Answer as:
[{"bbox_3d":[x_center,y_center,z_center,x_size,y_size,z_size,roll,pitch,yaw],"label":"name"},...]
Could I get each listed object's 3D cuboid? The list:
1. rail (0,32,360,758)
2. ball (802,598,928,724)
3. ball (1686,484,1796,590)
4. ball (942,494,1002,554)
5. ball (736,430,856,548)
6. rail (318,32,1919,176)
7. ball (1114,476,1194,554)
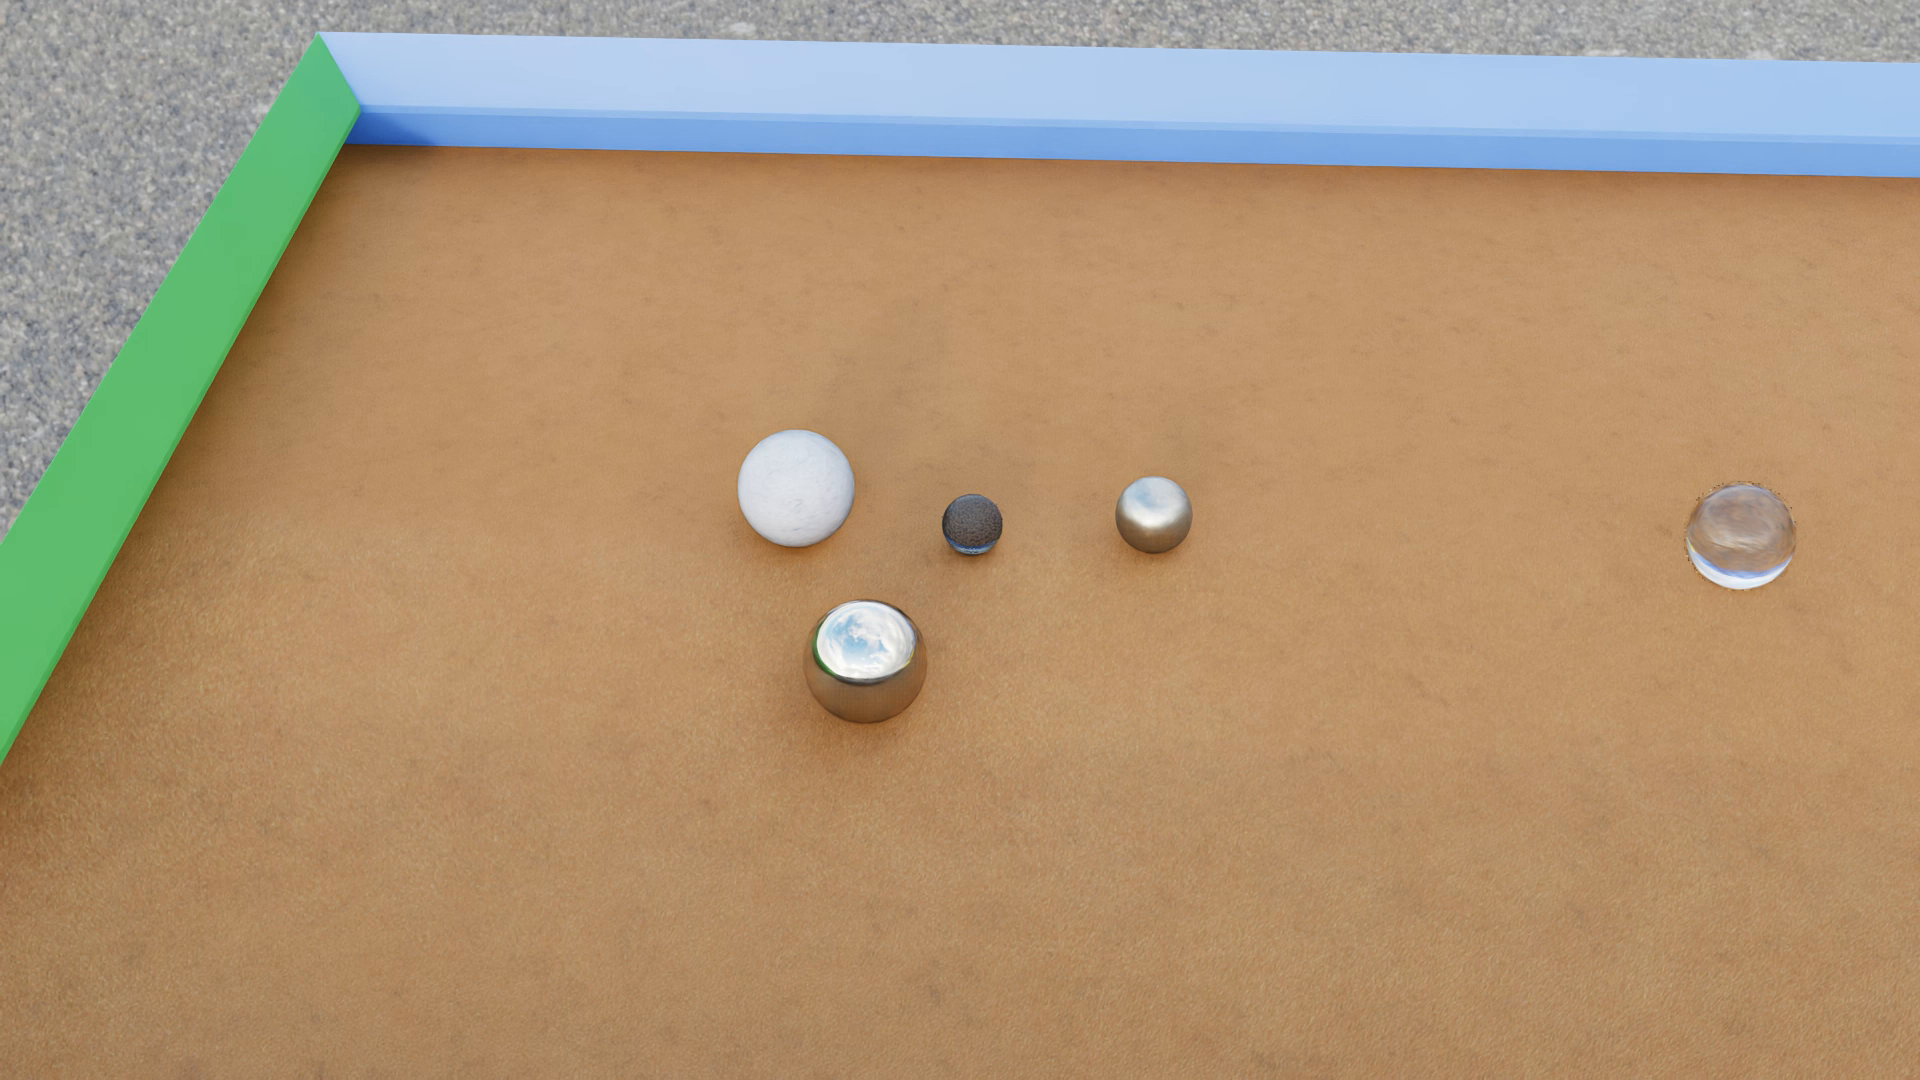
[{"bbox_3d":[-0.630,-0.037,1.923,0.045,0.117,1.419,2,35,2],"label":"rail"},{"bbox_3d":[-0.066,0.084,1.777,0.087,0.087,0.087,0,35,0],"label":"ball"},{"bbox_3d":[0.581,-0.003,1.908,0.079,0.079,0.079,0,35,0],"label":"ball"},{"bbox_3d":[0.009,-0.012,1.950,0.046,0.046,0.046,0,35,0],"label":"ball"},{"bbox_3d":[-0.125,-0.039,1.952,0.090,0.090,0.090,0,35,0],"label":"ball"},{"bbox_3d":[0.687,-0.393,2.435,2.619,0.117,0.045,2,35,2],"label":"rail"},{"bbox_3d":[0.147,-0.019,1.949,0.059,0.059,0.059,0,35,0],"label":"ball"}]
